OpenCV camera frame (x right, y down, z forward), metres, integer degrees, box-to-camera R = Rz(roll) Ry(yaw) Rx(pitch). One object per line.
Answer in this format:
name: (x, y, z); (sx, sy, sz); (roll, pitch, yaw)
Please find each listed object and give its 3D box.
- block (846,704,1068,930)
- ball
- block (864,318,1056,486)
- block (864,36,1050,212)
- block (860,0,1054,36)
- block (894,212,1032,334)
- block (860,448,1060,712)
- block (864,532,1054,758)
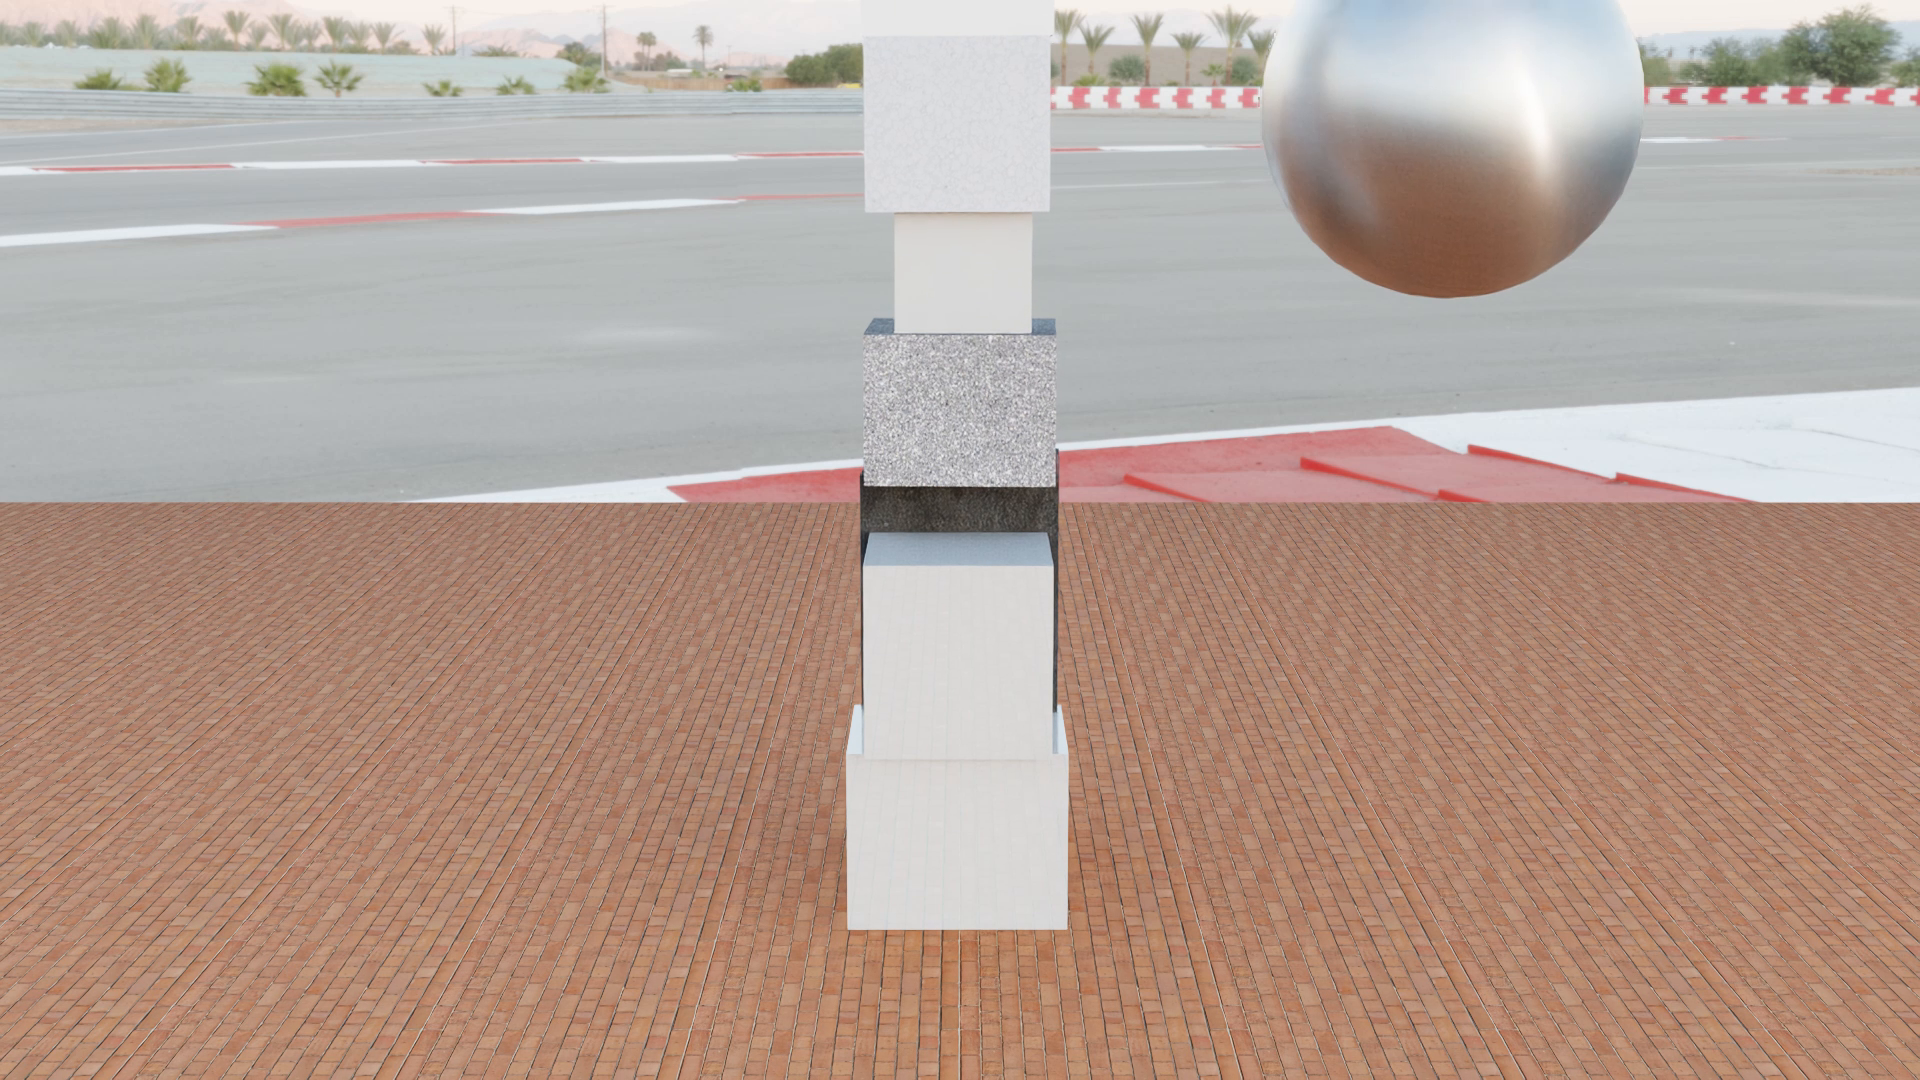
block: (-0.010, 1.174, 11.003); (0.913, 0.753, 0.832); (0, 10, 0)
ball: (2.074, -1.824, 10.849); (1.600, 1.600, 1.600); (0, 10, 0)
block: (0.010, -0.607, 11.097); (0.805, 0.637, 0.765); (0, 10, 2)
block: (-0.011, -1.771, 10.879); (0.760, 0.713, 0.794); (0, 10, 0)
block: (-0.011, -2.455, 10.753); (0.784, 0.678, 0.770); (0, 10, 0)
block: (0.015, -1.170, 10.989); (0.572, 0.509, 0.602); (0, 10, 0)
block: (0.015, 0.159, 11.617); (0.859, 1.038, 0.980); (0, 9, 2)
block: (-0.007, 0.430, 10.755); (0.766, 0.801, 0.764); (0, 10, 0)
